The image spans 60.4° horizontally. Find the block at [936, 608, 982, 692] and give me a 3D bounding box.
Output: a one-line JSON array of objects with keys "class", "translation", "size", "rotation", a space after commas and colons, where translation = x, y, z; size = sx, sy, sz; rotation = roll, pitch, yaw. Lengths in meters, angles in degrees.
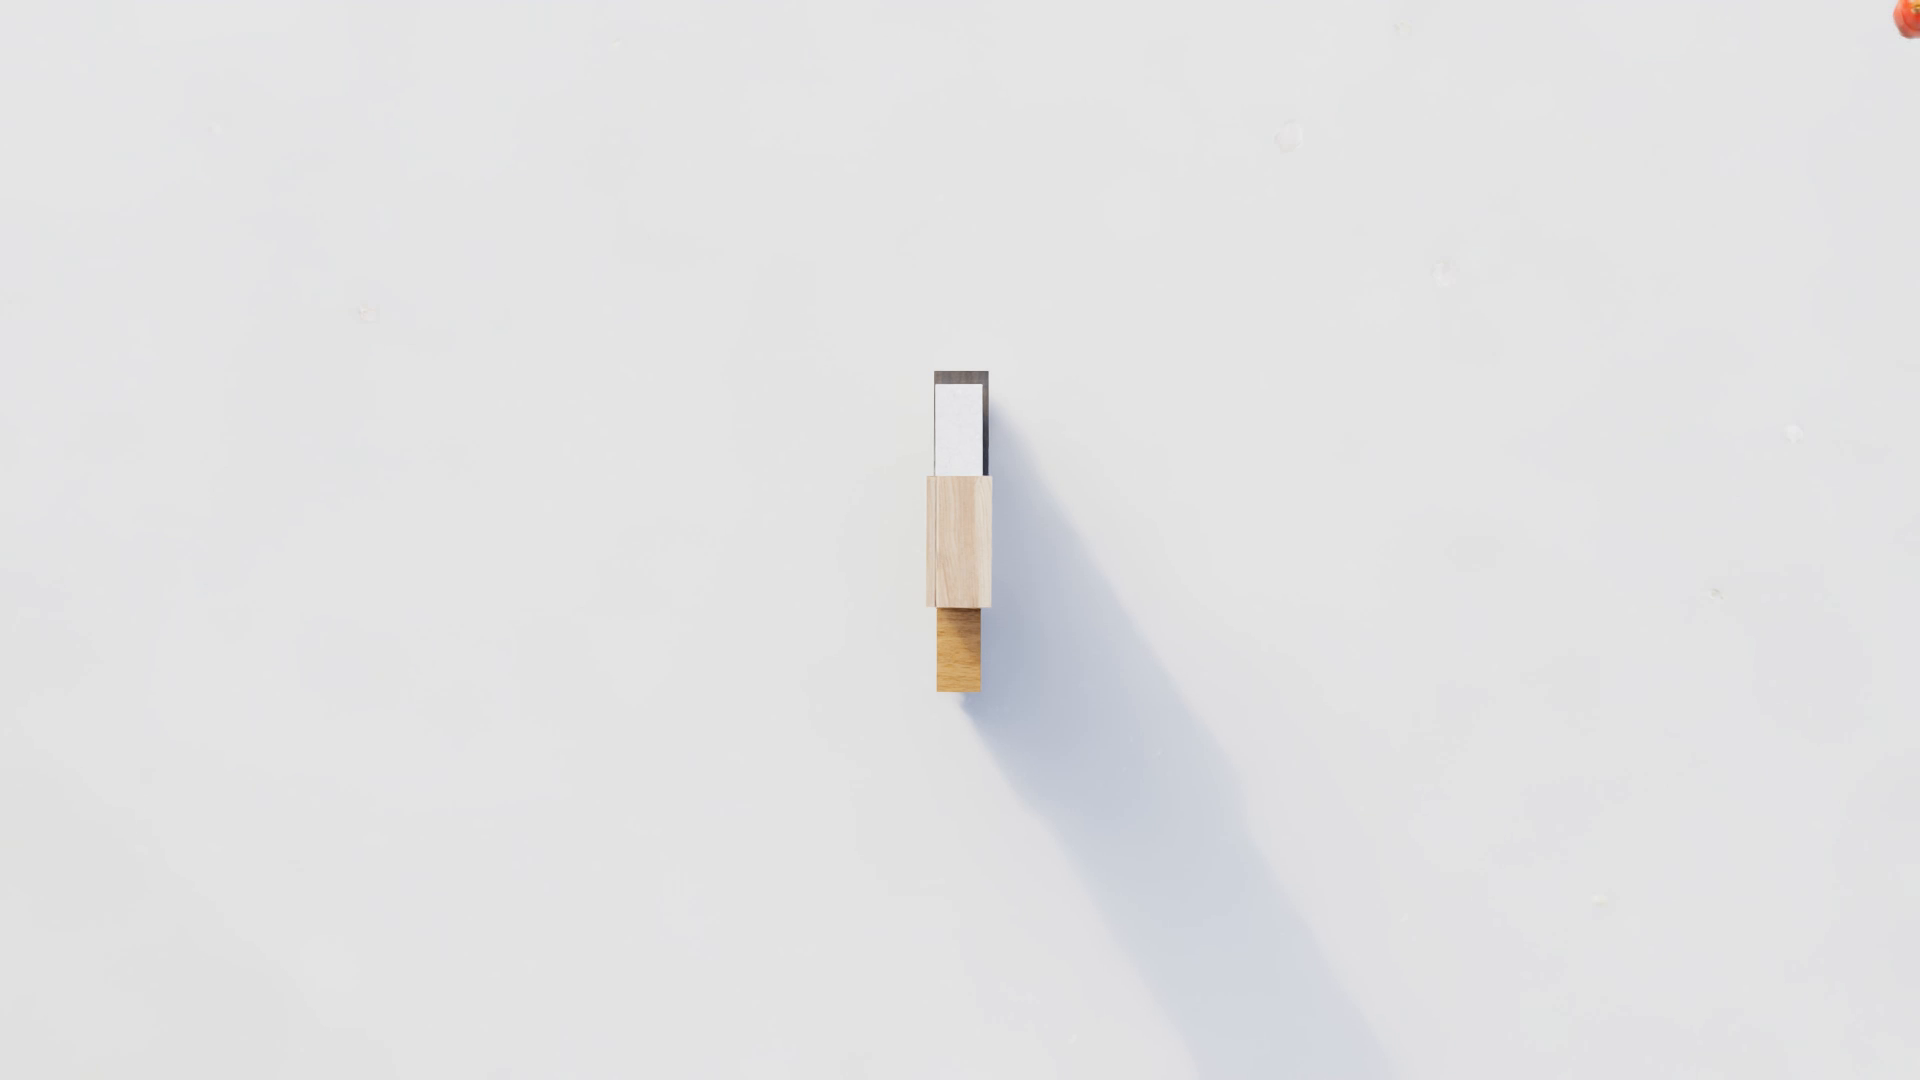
[{"class": "block", "translation": [-0.003, 0.311, 4.786], "size": [0.129, 0.036, 0.257], "rotation": [0, 90, 0]}]

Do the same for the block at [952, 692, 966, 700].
[{"class": "block", "translation": [-0.002, 0.476, 5.394], "size": [0.050, 0.014, 0.099], "rotation": [0, 90, 0]}]

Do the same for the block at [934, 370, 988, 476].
[{"class": "block", "translation": [0.004, -0.354, 5.135], "size": [0.171, 0.048, 0.341], "rotation": [0, 90, 0]}]

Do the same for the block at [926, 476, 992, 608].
[{"class": "block", "translation": [-0.002, 0.004, 4.366], "size": [0.173, 0.049, 0.346], "rotation": [0, 90, 0]}]

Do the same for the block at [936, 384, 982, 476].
[{"class": "block", "translation": [-0.003, -0.307, 4.678], "size": [0.133, 0.038, 0.265], "rotation": [0, 90, 0]}]
